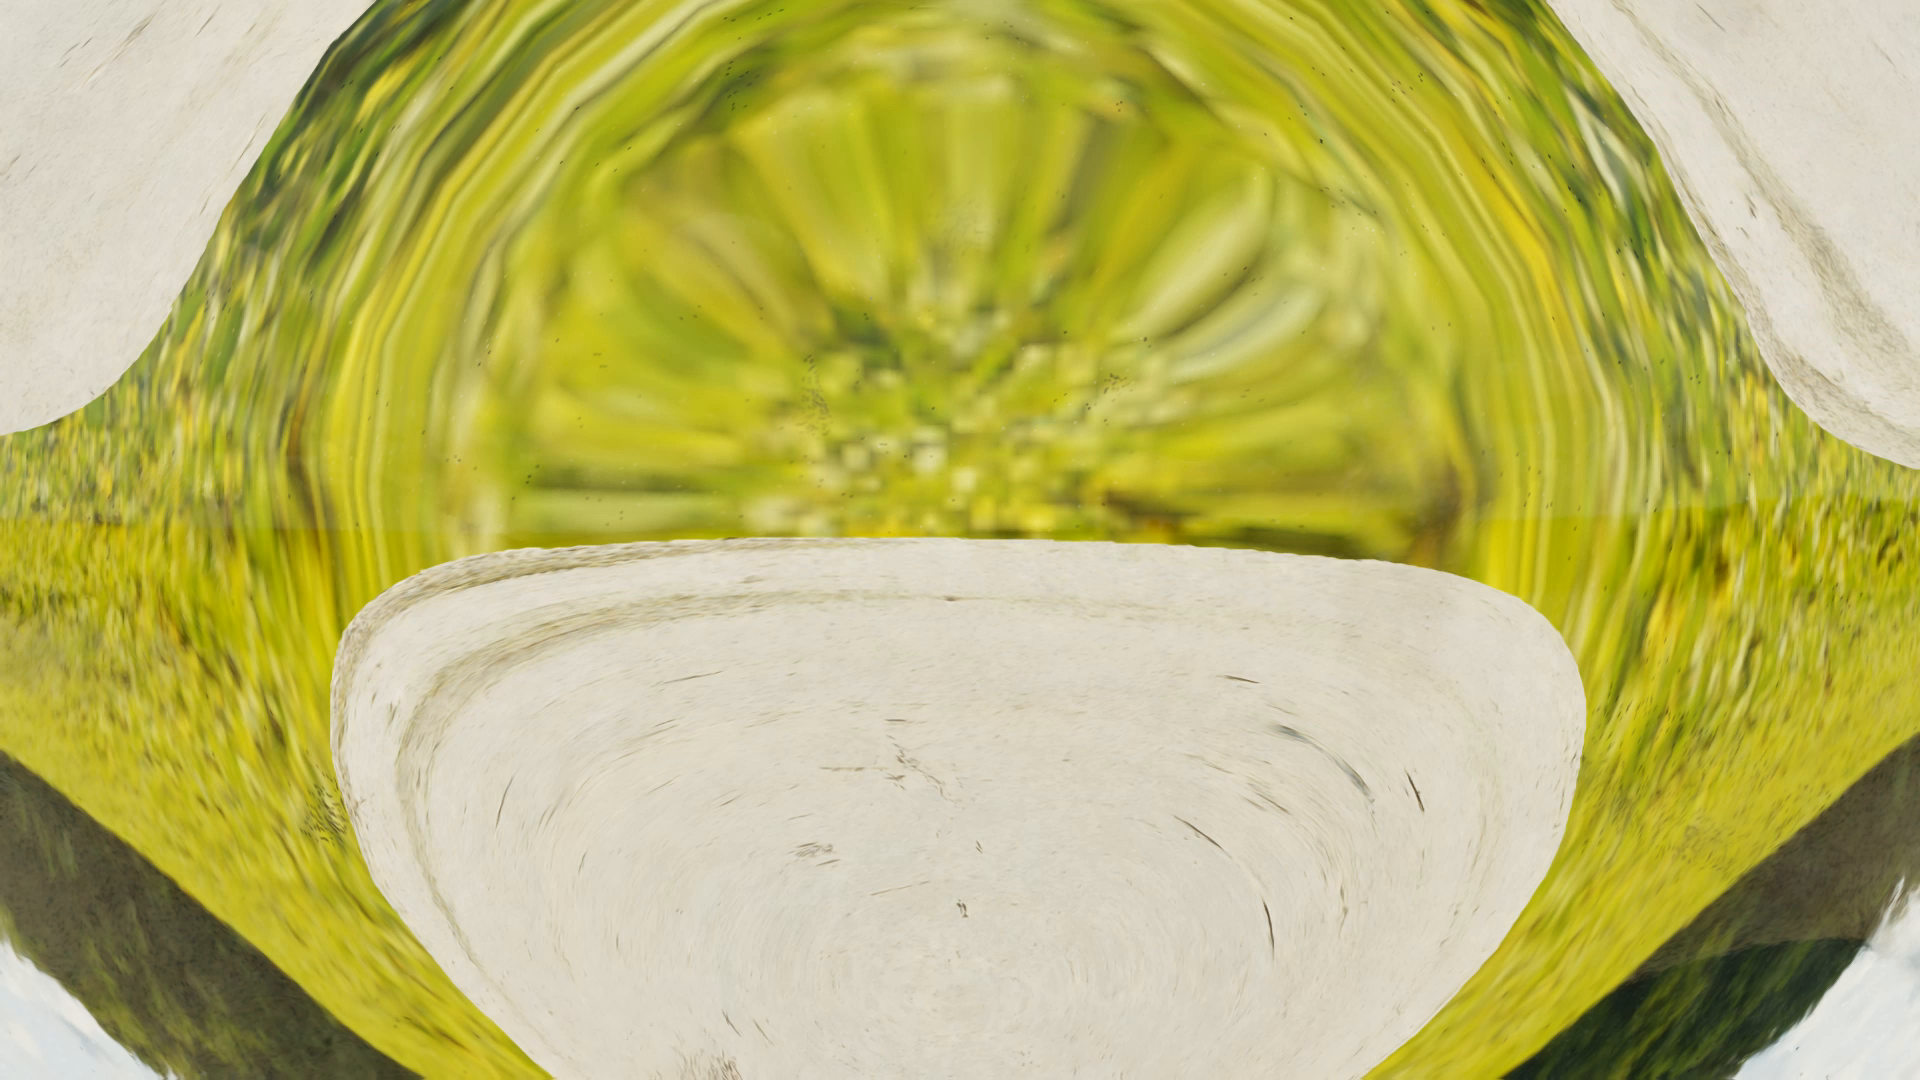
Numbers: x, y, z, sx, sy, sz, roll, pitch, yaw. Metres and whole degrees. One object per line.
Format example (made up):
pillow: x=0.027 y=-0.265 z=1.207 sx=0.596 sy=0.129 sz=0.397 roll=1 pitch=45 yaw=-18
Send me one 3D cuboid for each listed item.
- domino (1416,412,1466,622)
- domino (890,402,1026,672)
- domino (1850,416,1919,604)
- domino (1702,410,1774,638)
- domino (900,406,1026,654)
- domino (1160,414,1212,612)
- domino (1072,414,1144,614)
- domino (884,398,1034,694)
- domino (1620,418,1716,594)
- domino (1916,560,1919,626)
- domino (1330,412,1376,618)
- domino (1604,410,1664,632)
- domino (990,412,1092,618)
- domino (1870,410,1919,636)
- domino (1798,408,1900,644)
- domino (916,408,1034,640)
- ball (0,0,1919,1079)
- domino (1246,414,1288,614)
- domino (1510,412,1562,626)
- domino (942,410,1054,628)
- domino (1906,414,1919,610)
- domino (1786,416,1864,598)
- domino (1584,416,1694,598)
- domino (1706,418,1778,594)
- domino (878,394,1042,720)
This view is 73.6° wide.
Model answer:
domino: x=0.119 y=-0.006 z=0.318 sx=0.010 sy=0.050 sz=0.025 roll=2 pitch=5 yaw=22
domino: x=0.000 y=-0.001 z=0.243 sx=0.025 sy=0.050 sz=0.010 roll=0 pitch=4 yaw=1
domino: x=0.256 y=-0.009 z=0.347 sx=0.025 sy=0.050 sz=0.009 roll=-1 pitch=4 yaw=-17
domino: x=0.177 y=-0.004 z=0.293 sx=0.010 sy=0.050 sz=0.025 roll=2 pitch=5 yaw=25
domino: x=0.001 y=-0.002 z=0.264 sx=0.025 sy=0.050 sz=0.010 roll=0 pitch=4 yaw=5
domino: x=0.059 y=-0.008 z=0.335 sx=0.009 sy=0.050 sz=0.025 roll=0 pitch=4 yaw=3
domino: x=0.038 y=-0.007 z=0.333 sx=0.009 sy=0.050 sz=0.025 roll=-1 pitch=4 yaw=-15
domino: x=0.000 y=0.001 z=0.222 sx=0.025 sy=0.050 sz=0.009 roll=0 pitch=4 yaw=-1
domino: x=0.208 y=-0.011 z=0.377 sx=0.010 sy=0.050 sz=0.025 roll=-1 pitch=4 yaw=-10
domino: x=0.236 y=-0.004 z=0.293 sx=0.009 sy=0.050 sz=0.025 roll=-3 pitch=5 yaw=-39
domino: x=0.100 y=-0.007 z=0.325 sx=0.009 sy=0.050 sz=0.025 roll=1 pitch=5 yaw=18
domino: x=0.158 y=-0.005 z=0.302 sx=0.010 sy=0.050 sz=0.025 roll=2 pitch=5 yaw=25
domino: x=0.020 y=-0.007 z=0.322 sx=0.025 sy=0.050 sz=0.010 roll=4 pitch=6 yaw=43
domino: x=0.217 y=-0.004 z=0.283 sx=0.009 sy=0.050 sz=0.025 roll=-1 pitch=4 yaw=-14
domino: x=0.197 y=-0.004 z=0.285 sx=0.009 sy=0.050 sz=0.025 roll=1 pitch=5 yaw=18
domino: x=0.003 y=-0.004 z=0.285 sx=0.025 sy=0.050 sz=0.009 roll=1 pitch=4 yaw=10
ball: x=0.000 y=-0.002 z=0.056 sx=0.080 sy=0.080 sz=0.080 roll=0 pitch=4 yaw=0
domino: x=0.080 y=-0.007 z=0.331 sx=0.009 sy=0.050 sz=0.025 roll=1 pitch=4 yaw=14
domino: x=0.139 y=-0.006 z=0.310 sx=0.009 sy=0.050 sz=0.025 roll=2 pitch=5 yaw=23
domino: x=0.009 y=-0.005 z=0.305 sx=0.025 sy=0.050 sz=0.009 roll=2 pitch=5 yaw=22
domino: x=0.259 y=-0.007 z=0.327 sx=0.025 sy=0.050 sz=0.009 roll=0 pitch=4 yaw=6
domino: x=0.247 y=-0.010 z=0.366 sx=0.025 sy=0.050 sz=0.010 roll=-3 pitch=5 yaw=-38
domino: x=0.193 y=-0.010 z=0.364 sx=0.025 sy=0.050 sz=0.010 roll=3 pitch=5 yaw=33
domino: x=0.229 y=-0.011 z=0.376 sx=0.009 sy=0.050 sz=0.025 roll=1 pitch=4 yaw=14
domino: x=0.000 y=0.002 z=0.201 sx=0.025 sy=0.050 sz=0.010 roll=0 pitch=4 yaw=0
